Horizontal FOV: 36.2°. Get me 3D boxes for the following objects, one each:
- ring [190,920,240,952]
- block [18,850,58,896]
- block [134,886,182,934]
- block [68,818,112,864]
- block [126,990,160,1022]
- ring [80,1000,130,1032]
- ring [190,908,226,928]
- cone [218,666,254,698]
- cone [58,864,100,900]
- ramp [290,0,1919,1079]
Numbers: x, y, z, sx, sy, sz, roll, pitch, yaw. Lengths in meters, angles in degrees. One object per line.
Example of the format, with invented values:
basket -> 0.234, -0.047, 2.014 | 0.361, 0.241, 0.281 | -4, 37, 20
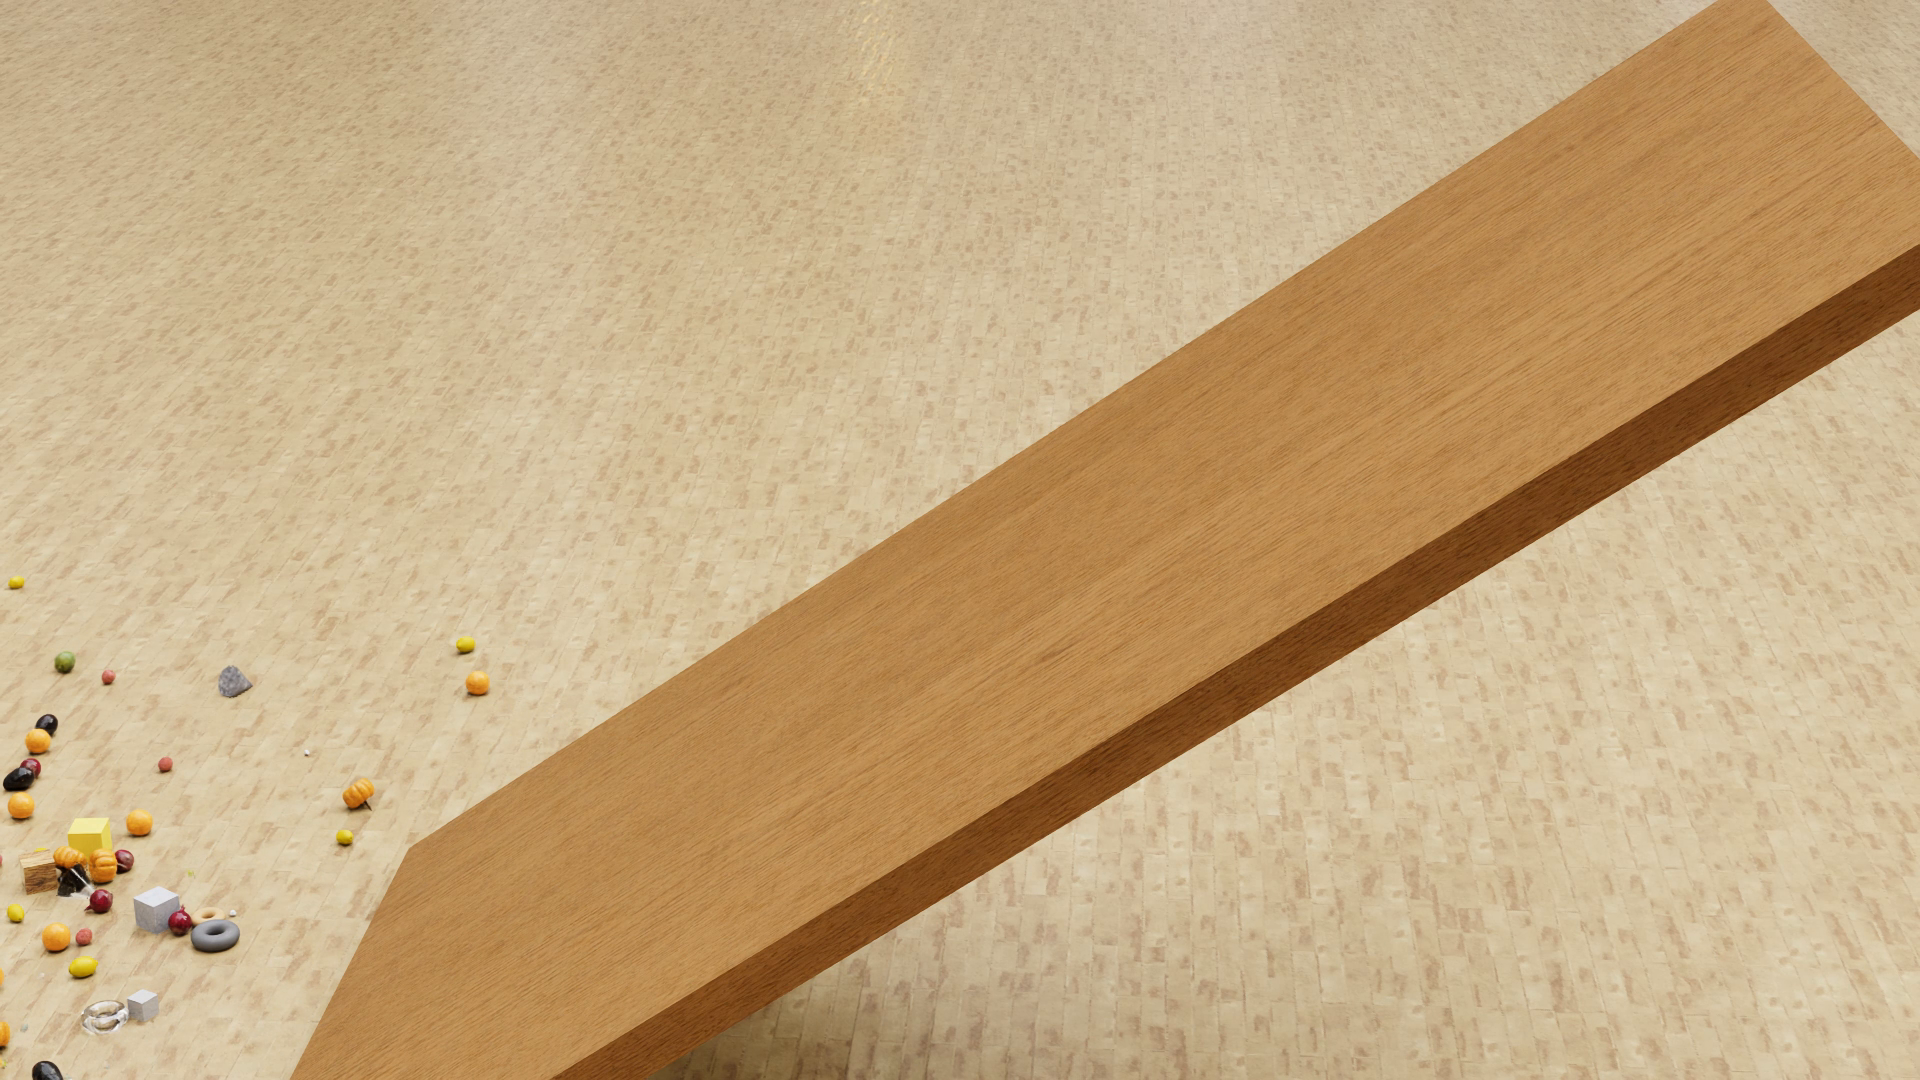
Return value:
ring -> -1.884, 1.000, 7.442 | 0.123, 0.041, 0.123 | 1, 23, 0
block -> -2.418, 0.871, 7.714 | 0.080, 0.080, 0.080 | -10, 24, -24
block -> -2.052, 0.947, 7.521 | 0.080, 0.080, 0.080 | 15, 26, 34
block -> -2.328, 0.804, 7.871 | 0.088, 0.088, 0.088 | -1, 22, -2
block -> -1.974, 1.125, 7.110 | 0.051, 0.051, 0.051 | 12, 25, 29
ring -> -2.058, 1.146, 7.077 | 0.114, 0.038, 0.114 | -1, 23, 0
ring -> -1.926, 0.970, 7.533 | 0.089, 0.030, 0.089 | 0, 23, 0
cone -> -2.167, 0.432, 8.874 | 0.097, 0.097, 0.097 | 16, 0, 36
cone -> -2.279, 0.911, 7.661 | 0.100, 0.100, 0.100 | 31, 27, 5
ramp -> 0.134, 0.175, 6.309 | 4.000, 0.100, 2.000 | -33, 16, 15
